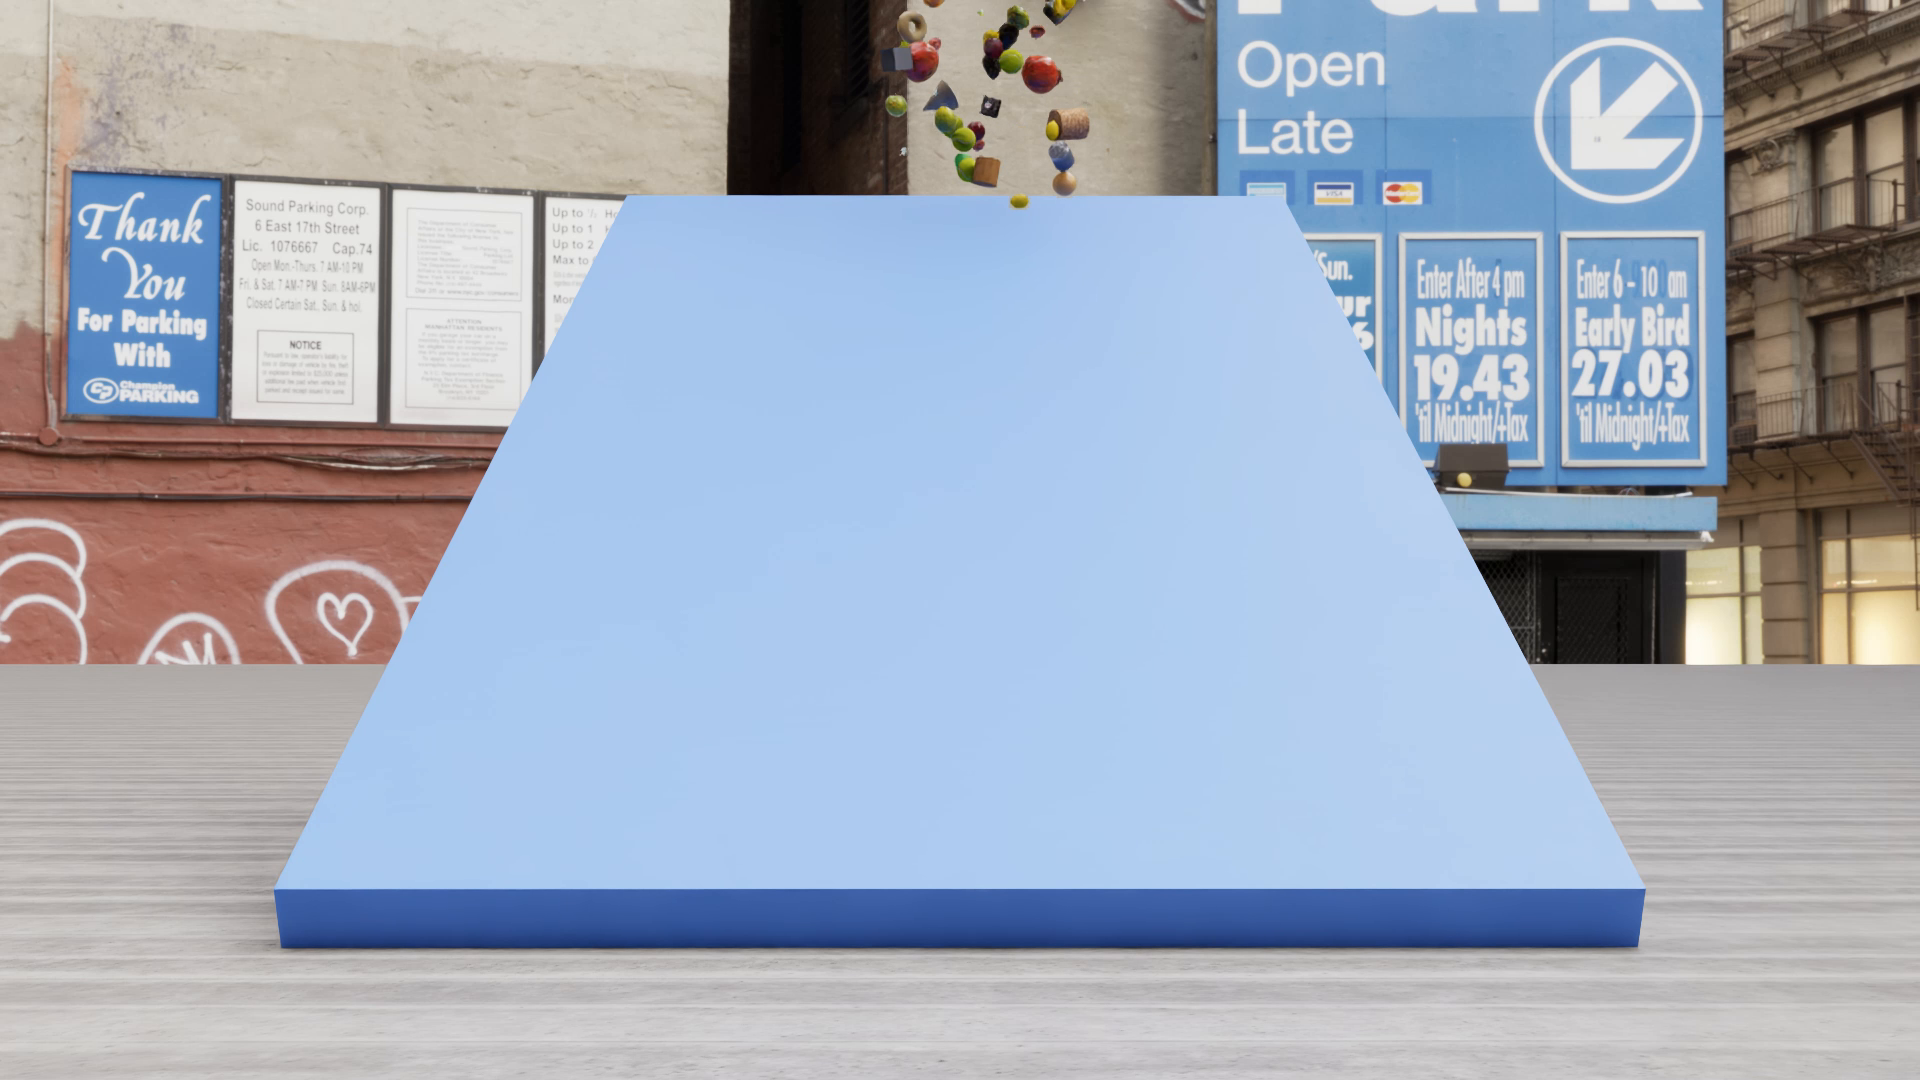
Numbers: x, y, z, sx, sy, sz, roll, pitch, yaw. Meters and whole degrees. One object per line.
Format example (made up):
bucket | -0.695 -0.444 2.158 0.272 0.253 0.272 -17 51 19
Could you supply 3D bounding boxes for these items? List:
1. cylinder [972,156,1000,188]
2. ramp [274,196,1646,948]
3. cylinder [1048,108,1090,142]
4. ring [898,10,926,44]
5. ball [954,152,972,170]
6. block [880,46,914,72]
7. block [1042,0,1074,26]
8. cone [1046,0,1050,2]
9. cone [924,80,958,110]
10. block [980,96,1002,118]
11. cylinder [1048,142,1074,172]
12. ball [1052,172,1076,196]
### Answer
cylinder | 0.074 -1.030 6.466 0.070 0.070 0.070 10 -2 0
ramp | -0.007 -0.225 5.228 2.000 0.100 4.000 0 23 0
cylinder | 0.317 -1.212 6.736 0.091 0.091 0.091 -10 1 -24
ring | -0.139 -1.487 6.699 0.099 0.099 0.033 2 -2 -38
ball | 0.011 -1.139 6.945 0.054 0.054 0.054 0 -3 0
block | -0.178 -1.357 6.519 0.062 0.062 0.062 -15 14 -36
block | 0.295 -1.590 6.909 0.060 0.060 0.060 -43 -3 -21
cone | 0.295 -1.604 6.727 0.079 0.079 0.079 1 -3 -26
cone | -0.072 -1.298 6.853 0.098 0.098 0.098 -33 2 -9
block | 0.092 -1.296 6.914 0.052 0.052 0.052 13 8 -6
cylinder | 0.295 -1.113 6.699 0.061 0.061 0.061 -1 -27 21
ball | 0.304 -1.036 6.721 0.070 0.070 0.070 0 -3 0
